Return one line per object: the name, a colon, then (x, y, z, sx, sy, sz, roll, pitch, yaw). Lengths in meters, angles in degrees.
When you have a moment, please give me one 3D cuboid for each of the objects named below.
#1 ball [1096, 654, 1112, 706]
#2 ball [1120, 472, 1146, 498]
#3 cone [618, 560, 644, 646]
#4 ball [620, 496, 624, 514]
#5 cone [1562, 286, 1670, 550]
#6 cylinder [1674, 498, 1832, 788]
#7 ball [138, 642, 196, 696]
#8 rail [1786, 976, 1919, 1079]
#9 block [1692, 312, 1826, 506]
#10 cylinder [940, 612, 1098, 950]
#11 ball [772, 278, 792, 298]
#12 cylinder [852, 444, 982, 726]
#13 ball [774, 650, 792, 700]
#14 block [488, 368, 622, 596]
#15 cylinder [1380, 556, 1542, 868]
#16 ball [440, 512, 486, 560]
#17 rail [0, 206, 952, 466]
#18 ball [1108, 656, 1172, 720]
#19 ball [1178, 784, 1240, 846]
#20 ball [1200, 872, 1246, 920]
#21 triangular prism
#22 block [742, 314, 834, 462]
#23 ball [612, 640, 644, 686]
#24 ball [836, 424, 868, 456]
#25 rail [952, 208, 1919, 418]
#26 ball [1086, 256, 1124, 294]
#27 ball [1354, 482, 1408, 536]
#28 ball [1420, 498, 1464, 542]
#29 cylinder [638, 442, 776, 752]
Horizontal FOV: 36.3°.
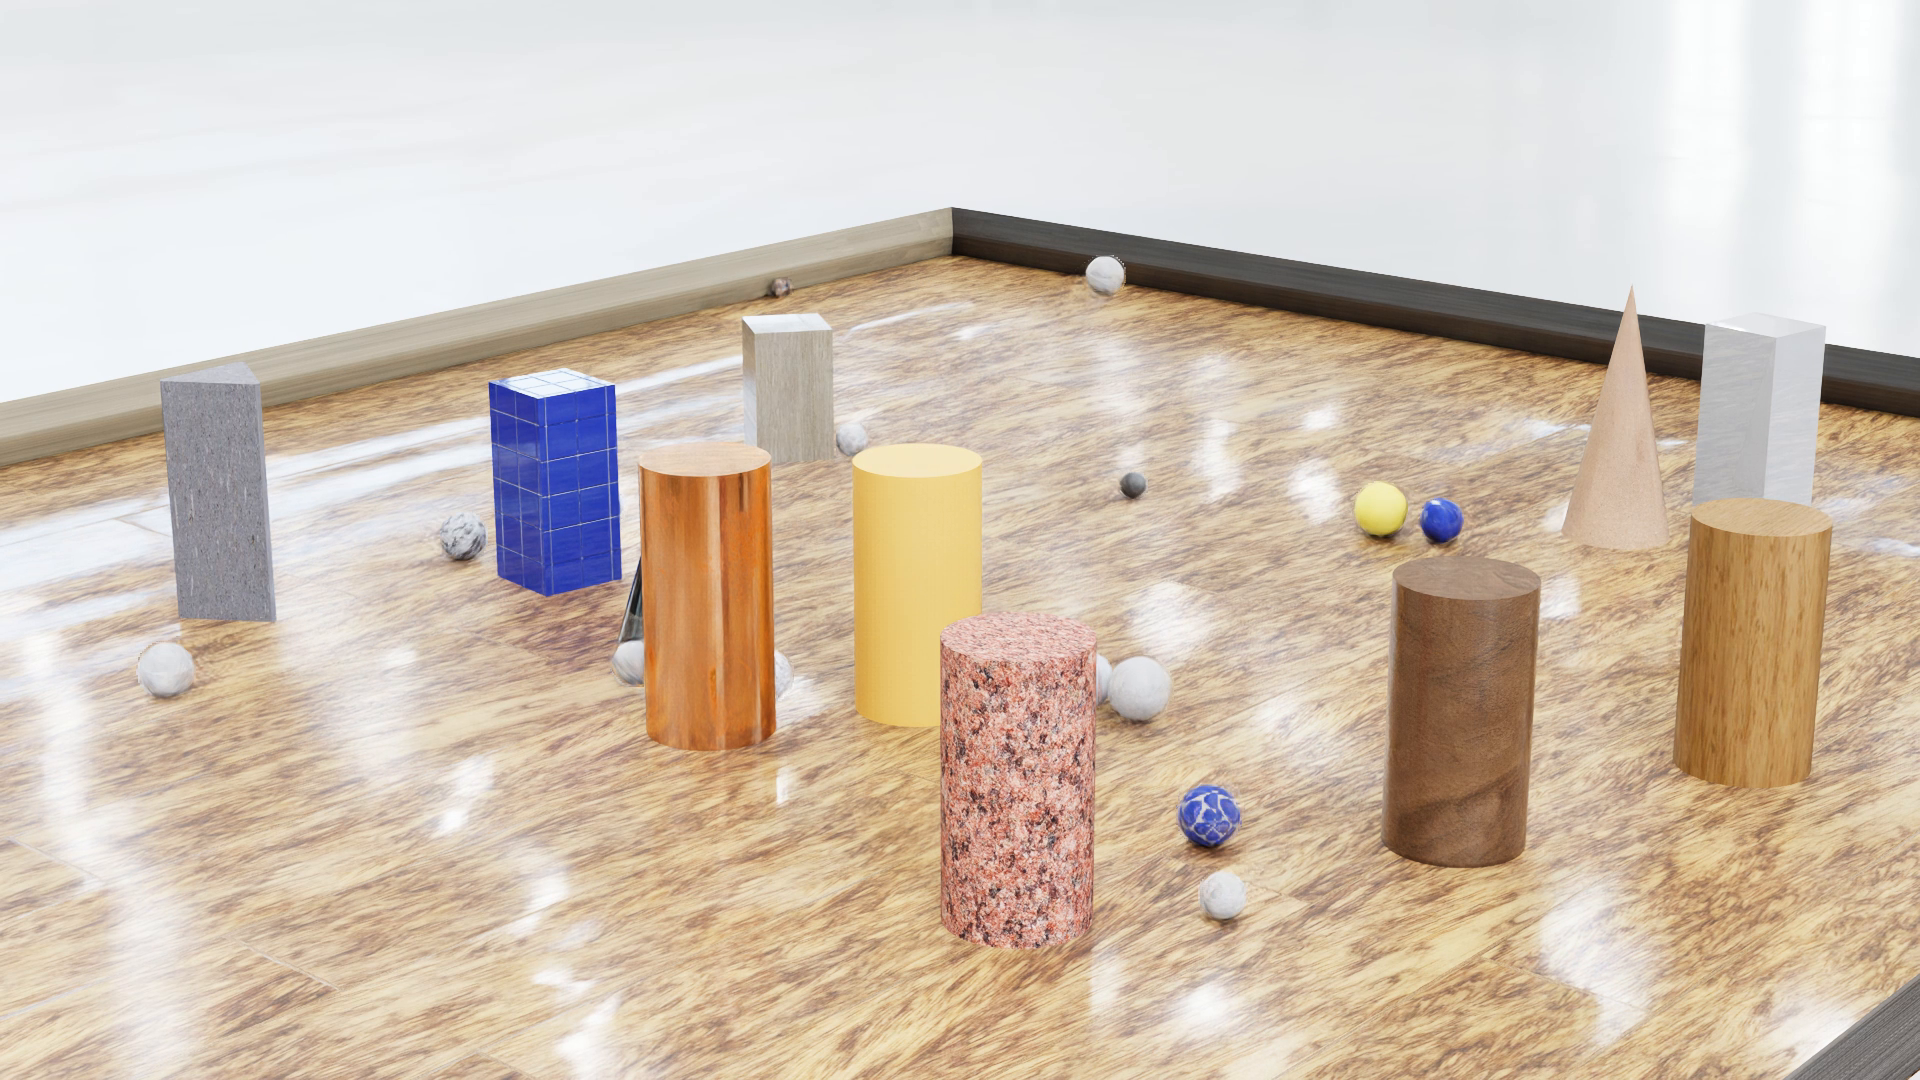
ball: (0.196, 0.218, 4.578, 0.088, 0.088, 0.088, 0, 17, 0)
ball: (0.338, -0.107, 5.723, 0.051, 0.051, 0.051, 0, 17, 0)
cone: (-0.475, 0.003, 4.868, 0.199, 0.333, 0.199, 0, 17, 0)
ball: (-0.666, -0.067, 5.587, 0.052, 0.052, 0.052, 0, 17, 0)
cone: (1.228, -0.241, 5.424, 0.199, 0.480, 0.199, 0, 17, 0)
cylinder: (1.160, 0.149, 4.298, 0.199, 0.382, 0.199, 0, 17, 0)
ball: (-1.252, 0.204, 4.628, 0.086, 0.086, 0.086, 0, 17, 0)
rail: (1.513, 0.411, 3.862, 0.045, 0.129, 4.598, 14, 22, 39)
block: (1.529, -0.236, 5.613, 0.159, 0.360, 0.159, -14, 21, -38)
cylinder: (0.074, 0.307, 3.767, 0.199, 0.386, 0.199, 0, 17, 0)
ball: (-0.457, -0.646, 7.514, 0.050, 0.050, 0.050, 0, 17, 0)
cylinder: (-0.065, 0.068, 4.539, 0.199, 0.397, 0.199, 0, 17, 0)
ball: (-0.305, 0.212, 4.605, 0.083, 0.083, 0.083, 0, 17, 0)
block: (-0.714, -0.104, 5.182, 0.159, 0.357, 0.159, -14, 22, -38)
cylinder: (0.684, 0.234, 4.016, 0.199, 0.383, 0.199, 0, 17, 0)
ball: (-0.904, -0.008, 5.333, 0.085, 0.085, 0.085, 0, 17, 0)
rail: (-1.513, -0.346, 6.378, 0.045, 0.129, 4.598, 14, 22, 39)
ball: (0.278, 0.229, 4.522, 0.099, 0.099, 0.099, 0, 17, 0)
ball: (0.343, 0.379, 4.046, 0.086, 0.086, 0.086, 0, 17, 0)
ball: (0.342, 0.462, 3.813, 0.062, 0.062, 0.062, 0, 17, 0)
triangular prism: (-1.241, -0.085, 5.016, 0.172, 0.416, 0.149, 2, 17, 8)
block: (-0.354, -0.313, 6.023, 0.159, 0.271, 0.159, -4, 17, -13)
ball: (-0.518, 0.197, 4.677, 0.072, 0.072, 0.072, 0, 17, 0)
ball: (-0.223, -0.206, 6.024, 0.066, 0.066, 0.066, 0, 17, 0)
rail: (1.492, -0.463, 6.765, 4.055, 0.129, 0.045, 14, 22, 39)
ball: (0.372, -0.680, 7.540, 0.099, 0.099, 0.099, 0, 17, 0)
ball: (0.786, -0.057, 5.473, 0.099, 0.099, 0.099, 0, 17, 0)
ball: (0.893, -0.036, 5.434, 0.081, 0.081, 0.081, 0, 17, 0)
cylinder: (-0.381, 0.084, 4.435, 0.199, 0.428, 0.199, 0, 17, 0)
